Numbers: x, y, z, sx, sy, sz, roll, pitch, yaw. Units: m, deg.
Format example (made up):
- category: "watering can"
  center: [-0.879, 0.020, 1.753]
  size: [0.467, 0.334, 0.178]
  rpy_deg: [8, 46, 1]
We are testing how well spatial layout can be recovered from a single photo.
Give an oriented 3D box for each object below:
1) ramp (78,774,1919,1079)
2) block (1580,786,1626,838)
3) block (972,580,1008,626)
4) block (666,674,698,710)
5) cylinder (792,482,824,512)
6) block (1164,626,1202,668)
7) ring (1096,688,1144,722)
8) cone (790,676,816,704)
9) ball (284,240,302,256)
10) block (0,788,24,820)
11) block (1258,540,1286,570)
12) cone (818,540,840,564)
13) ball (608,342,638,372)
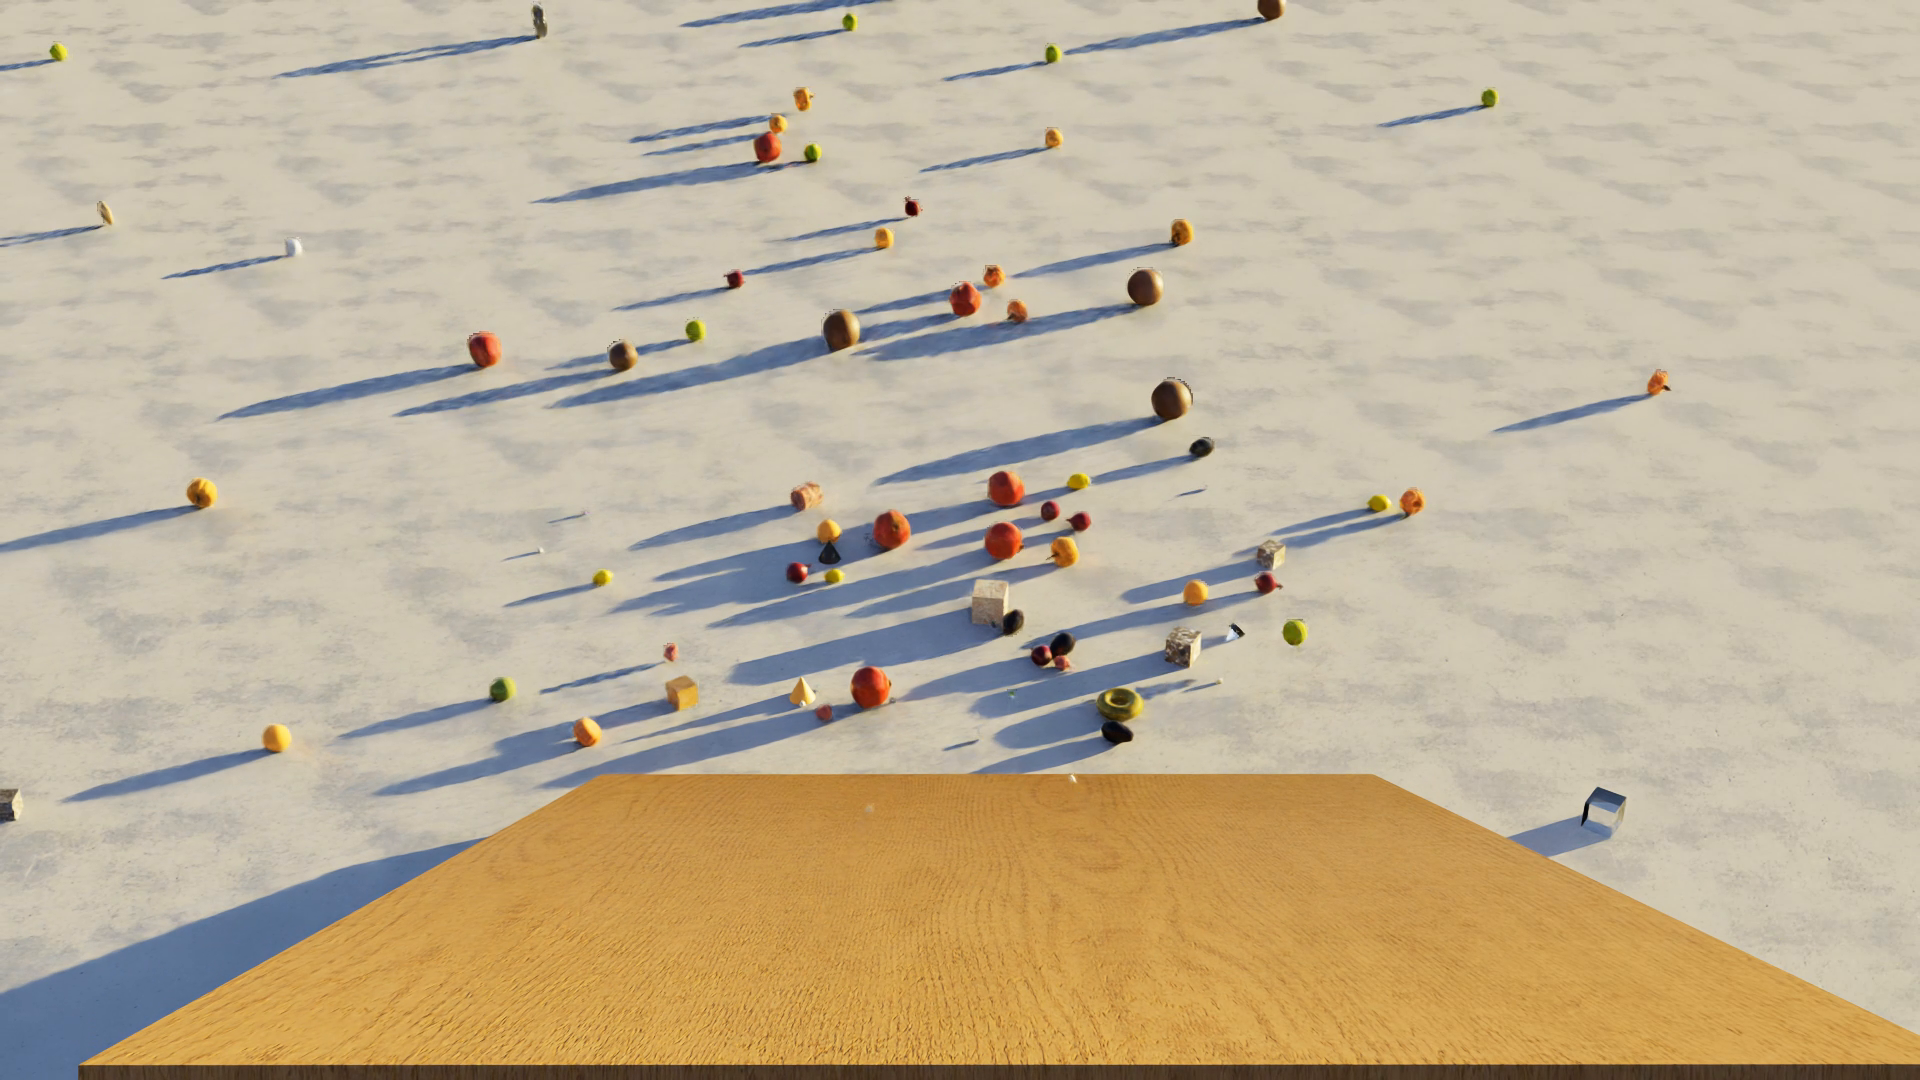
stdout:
- category: "ramp"
  center: [0.072, 0.630, 4.726]
  size: [2.000, 0.100, 4.000]
  rpy_deg: [0, -1, 0]
- category: "block"
  center: [1.654, 0.700, 6.661]
  size: [0.081, 0.081, 0.081]
  rpy_deg: [20, 37, 28]
- category: "block"
  center: [0.087, 0.180, 7.475]
  size: [0.093, 0.093, 0.093]
  rpy_deg: [5, 32, 7]
- category: "block"
  center: [-0.764, 0.420, 7.123]
  size: [0.062, 0.062, 0.062]
  rpy_deg: [-23, 39, -32]
- category: "cylinder"
  center: [-0.470, -0.133, 7.993]
  size: [0.070, 0.070, 0.070]
  rpy_deg: [-26, 41, -35]
- category: "block"
  center: [0.628, 0.300, 7.300]
  size: [0.076, 0.076, 0.076]
  rpy_deg: [15, 35, 22]
- category: "ring"
  center: [0.437, 0.449, 7.095]
  size: [0.128, 0.043, 0.128]
  rpy_deg: [-1, 33, 1]
- category: "cone"
  center: [-0.436, 0.404, 7.139]
  size: [0.072, 0.072, 0.072]
  rpy_deg: [0, 32, 0]
- category: "ball"
  center: [-2.444, -1.071, 9.492]
  size: [0.059, 0.059, 0.059]
  rpy_deg: [0, 32, 0]
- category: "block"
  center: [-2.467, 0.685, 6.706]
  size: [0.058, 0.058, 0.058]
  rpy_deg: [1, 32, 1]
- category: "block"
  center: [0.927, 0.044, 7.724]
  size: [0.058, 0.058, 0.058]
  rpy_deg: [24, 39, 33]
- category: "cone"
  center: [-0.390, 0.027, 7.742]
  size: [0.067, 0.067, 0.067]
  rpy_deg: [0, 32, 0]
- category: "ball"
  center: [-1.136, -0.618, 8.738]
  size: [0.097, 0.097, 0.097]
  rpy_deg: [0, 32, 0]
